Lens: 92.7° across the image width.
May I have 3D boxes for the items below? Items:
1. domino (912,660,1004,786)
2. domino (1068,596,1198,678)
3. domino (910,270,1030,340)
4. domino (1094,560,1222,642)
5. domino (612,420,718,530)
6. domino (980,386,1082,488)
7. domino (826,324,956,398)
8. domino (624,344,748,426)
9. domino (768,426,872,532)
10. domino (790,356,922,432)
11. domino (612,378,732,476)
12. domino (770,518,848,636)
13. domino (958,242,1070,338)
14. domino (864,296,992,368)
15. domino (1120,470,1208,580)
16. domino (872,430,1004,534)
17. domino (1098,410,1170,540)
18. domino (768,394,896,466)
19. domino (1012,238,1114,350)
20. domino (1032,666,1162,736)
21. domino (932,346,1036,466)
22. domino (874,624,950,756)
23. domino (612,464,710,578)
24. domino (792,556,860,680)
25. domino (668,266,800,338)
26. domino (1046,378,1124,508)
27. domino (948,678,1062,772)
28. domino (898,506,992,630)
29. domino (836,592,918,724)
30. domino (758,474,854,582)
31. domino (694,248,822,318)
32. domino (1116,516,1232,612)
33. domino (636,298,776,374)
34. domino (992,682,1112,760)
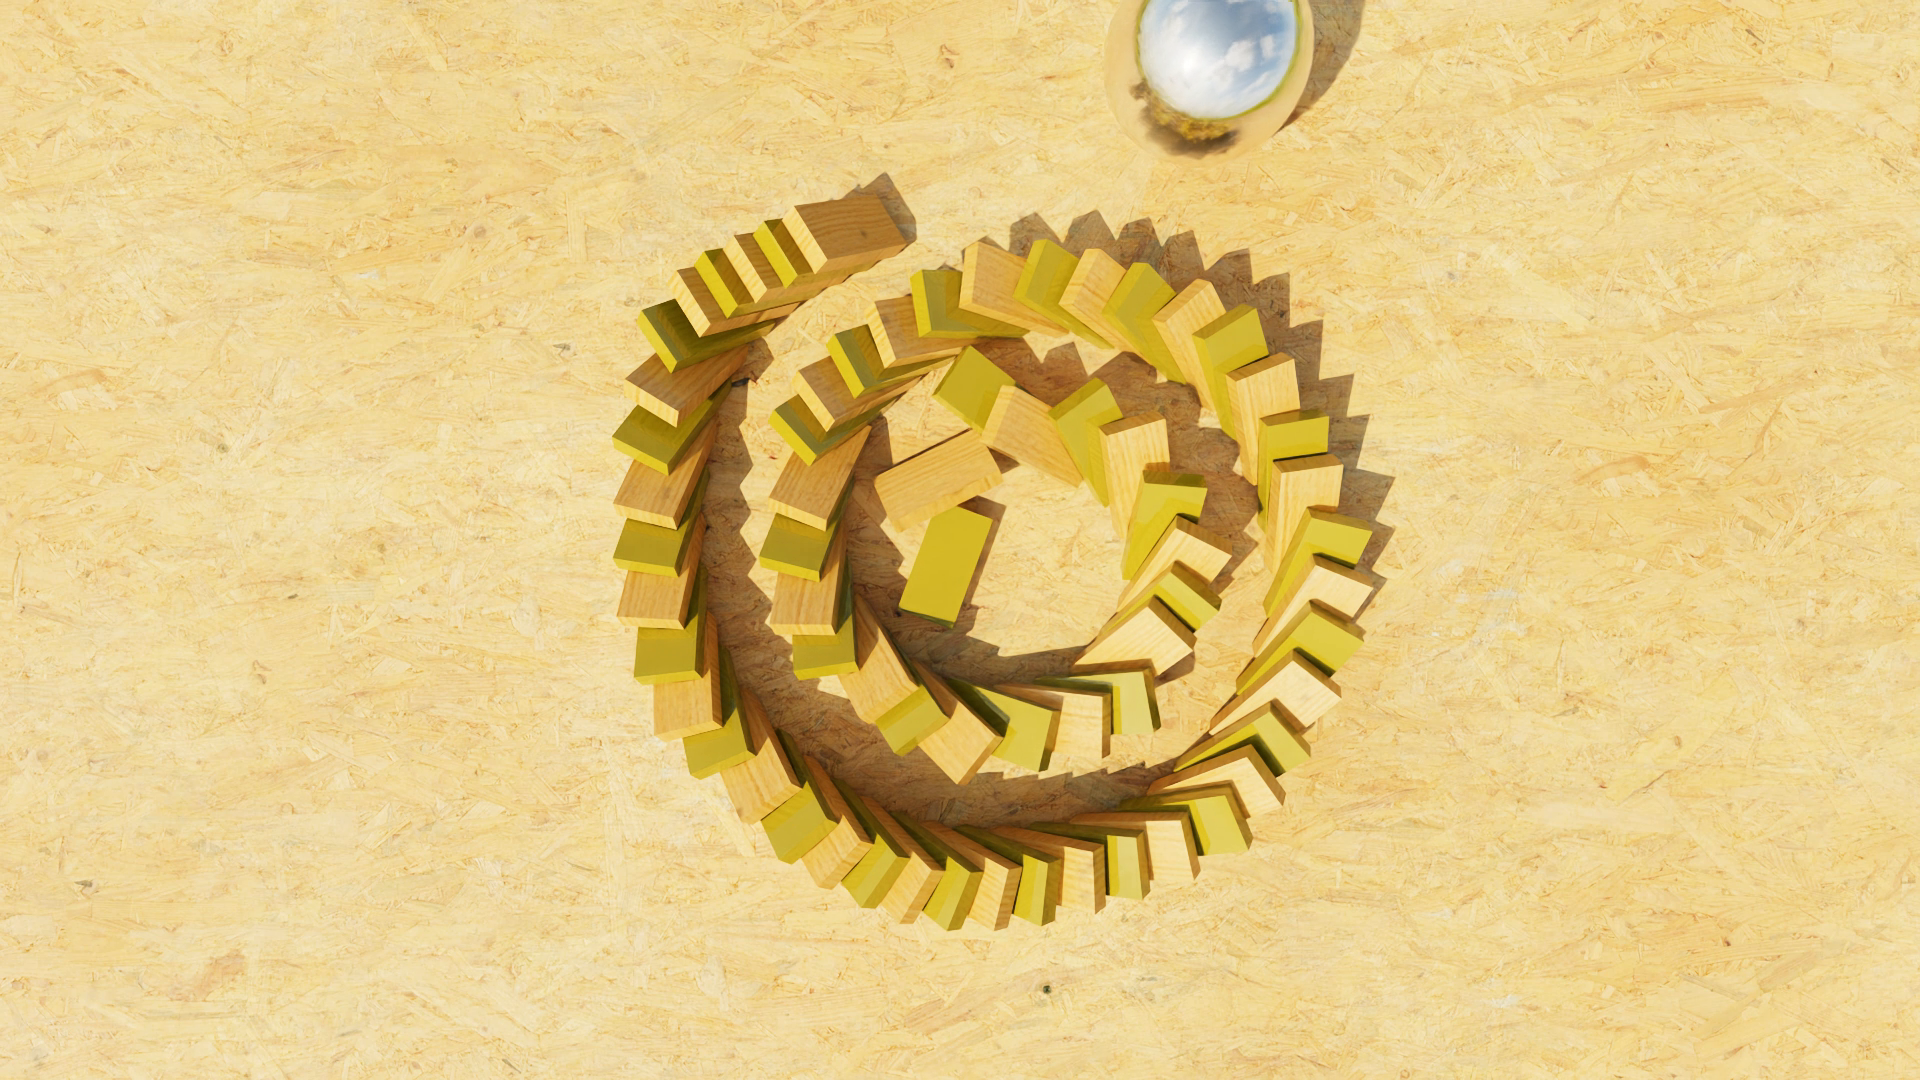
[{"bbox_3d":[-0.009,0.076,0.383,0.050,0.010,0.025,39,92,29],"label":"domino"},{"bbox_3d":[0.071,0.047,0.381,0.025,0.009,0.050,44,127,0],"label":"domino"},{"bbox_3d":[0.005,-0.098,0.382,0.050,0.009,0.025,-7,87,-34],"label":"domino"},{"bbox_3d":[0.082,0.034,0.381,0.025,0.009,0.050,39,127,-1],"label":"domino"},{"bbox_3d":[-0.122,-0.031,0.383,0.025,0.009,0.050,13,60,0],"label":"domino"},{"bbox_3d":[0.034,-0.042,0.382,0.050,0.009,0.025,22,90,-35],"label":"domino"},{"bbox_3d":[-0.028,-0.079,0.381,0.050,0.009,0.025,-27,88,-35],"label":"domino"},{"bbox_3d":[-0.113,-0.071,0.380,0.025,0.010,0.050,31,50,1],"label":"domino"},{"bbox_3d":[-0.058,-0.031,0.384,0.025,0.009,0.050,21,61,0],"label":"domino"},{"bbox_3d":[-0.042,-0.067,0.381,0.050,0.009,0.025,-35,87,-36],"label":"domino"},{"bbox_3d":[-0.120,-0.053,0.384,0.025,0.010,0.050,27,61,0],"label":"domino"},{"bbox_3d":[-0.062,0.015,0.382,0.025,0.010,0.050,0,59,5],"label":"domino"},{"bbox_3d":[0.024,-0.103,0.382,0.050,0.009,0.025,9,86,-32],"label":"domino"},{"bbox_3d":[-0.013,-0.089,0.381,0.050,0.009,0.025,-19,87,-35],"label":"domino"},{"bbox_3d":[0.084,-0.005,0.381,0.025,0.009,0.050,5,128,0],"label":"domino"},{"bbox_3d":[-0.010,-0.025,0.389,0.050,0.010,0.025,-26,58,0],"label":"domino"},{"bbox_3d":[0.074,-0.027,0.382,0.025,0.009,0.050,-17,122,-4],"label":"domino"},{"bbox_3d":[-0.052,-0.054,0.382,0.025,0.009,0.050,47,54,0],"label":"domino"},{"bbox_3d":[0.048,-0.102,0.383,0.050,0.010,0.025,21,90,-31],"label":"domino"},{"bbox_3d":[0.057,0.068,0.383,0.050,0.009,0.025,-10,90,32],"label":"domino"},{"bbox_3d":[0.015,-0.056,0.387,0.050,0.009,0.025,35,82,-17],"label":"domino"},{"bbox_3d":[-0.029,0.062,0.384,0.025,0.010,0.050,-38,61,0],"label":"domino"},{"bbox_3d":[-0.124,-0.010,0.384,0.025,0.010,0.050,9,62,0],"label":"domino"},{"bbox_3d":[-0.057,0.032,0.383,0.025,0.010,0.050,-9,58,1],"label":"domino"},{"bbox_3d":[-0.092,-0.102,0.379,0.009,0.050,0.025,-32,90,43],"label":"domino"},{"bbox_3d":[0.059,-0.040,0.382,0.025,0.009,0.050,-36,124,-1],"label":"domino"},{"bbox_3d":[0.015,0.076,0.383,0.050,0.009,0.025,13,90,30],"label":"domino"},{"bbox_3d":[-0.006,0.010,0.395,0.025,0.009,0.050,20,90,0],"label":"domino"},{"bbox_3d":[-0.040,0.049,0.381,0.025,0.009,0.050,-36,54,1],"label":"domino"},{"bbox_3d":[-0.063,-0.009,0.383,0.025,0.010,0.050,14,60,2],"label":"domino"},{"bbox_3d":[-0.082,-0.109,0.379,0.010,0.050,0.025,-32,90,43],"label":"domino"},{"bbox_3d":[0.088,0.016,0.381,0.025,0.010,0.050,26,128,-2],"label":"domino"},{"bbox_3d":[-0.105,-0.090,0.381,0.050,0.009,0.025,-35,90,-37],"label":"domino"},{"bbox_3d":[0.038,0.075,0.383,0.050,0.010,0.025,1,91,31],"label":"domino"}]
